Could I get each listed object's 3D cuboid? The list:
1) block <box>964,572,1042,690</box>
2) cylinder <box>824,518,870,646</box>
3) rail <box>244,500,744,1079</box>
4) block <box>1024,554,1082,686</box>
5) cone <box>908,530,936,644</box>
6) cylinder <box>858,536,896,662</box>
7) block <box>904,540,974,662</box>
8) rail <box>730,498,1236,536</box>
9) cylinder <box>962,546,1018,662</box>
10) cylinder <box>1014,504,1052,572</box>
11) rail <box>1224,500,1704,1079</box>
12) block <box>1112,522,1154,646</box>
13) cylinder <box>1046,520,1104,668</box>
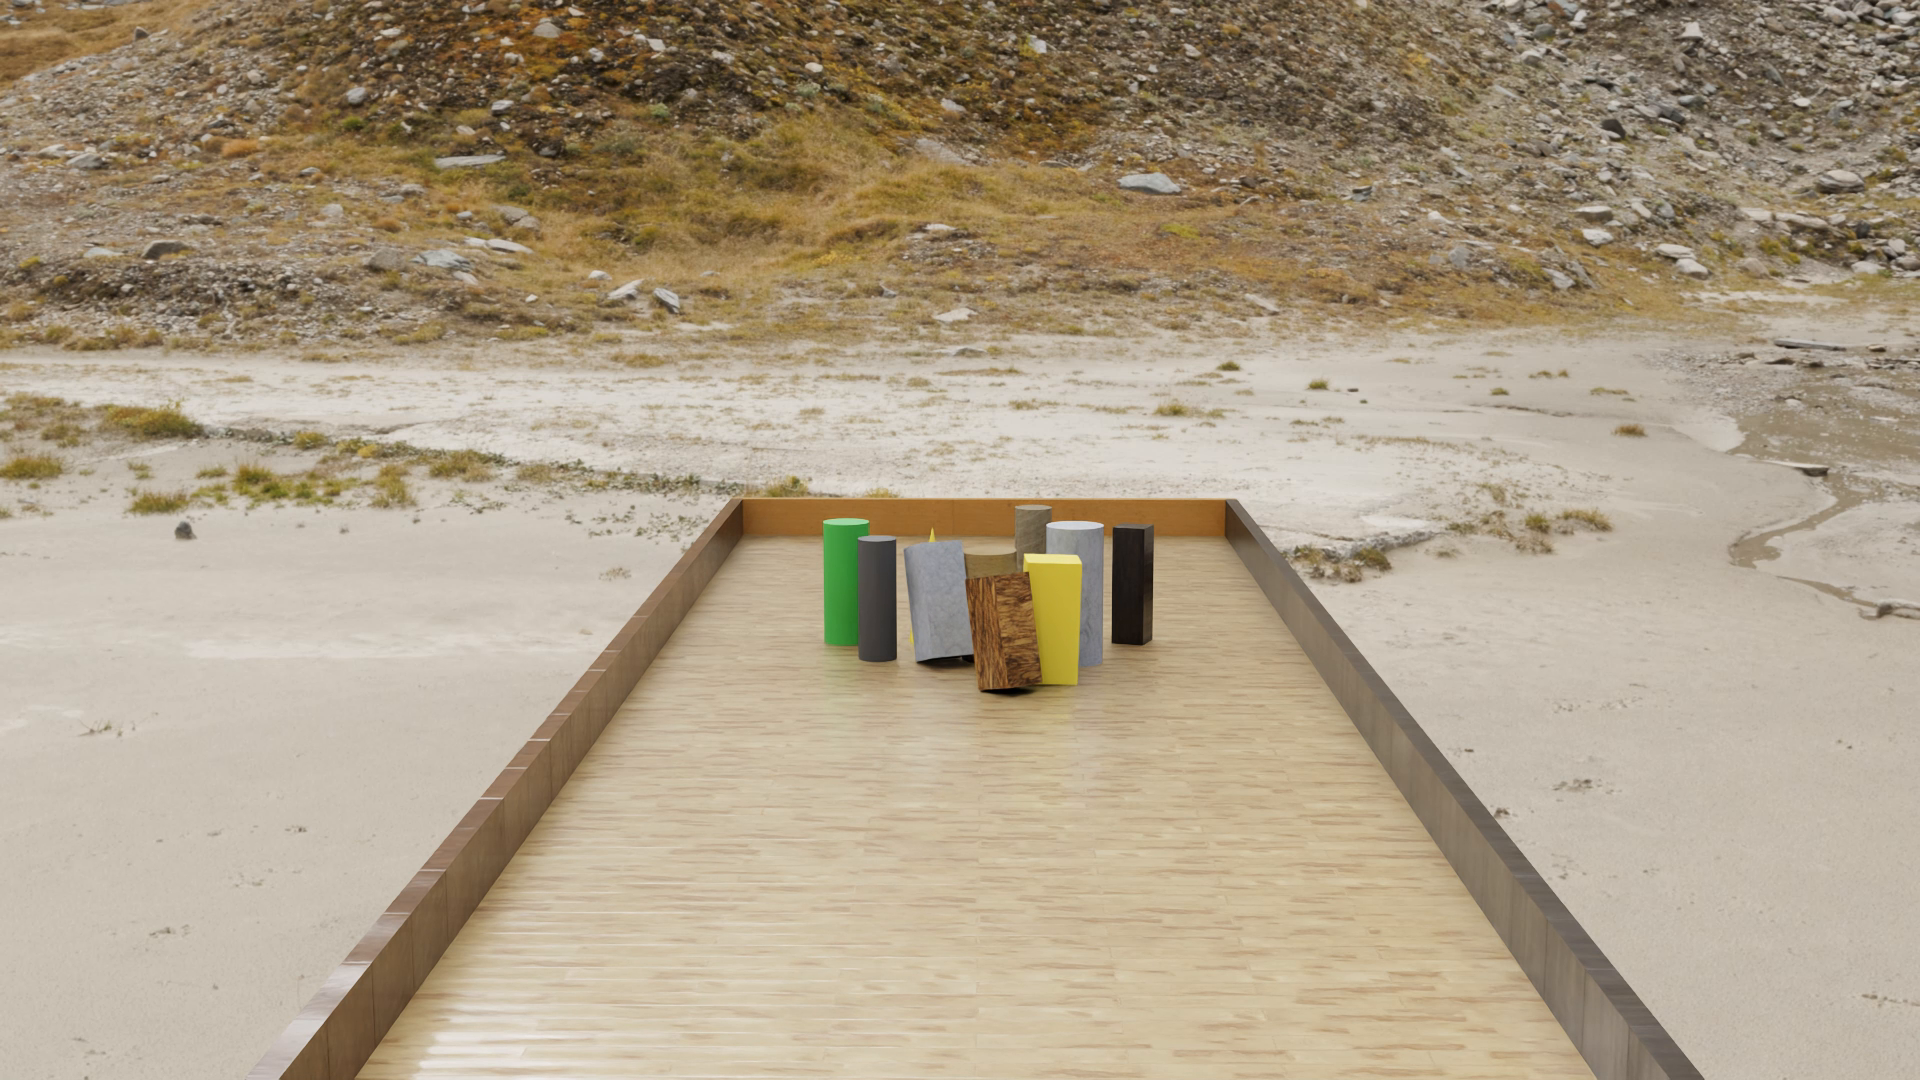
[{"bbox_3d":[0.124,0.260,6.281,0.131,0.319,0.131,-6,-1,-40],"label":"block"},{"bbox_3d":[-0.359,0.131,6.958,0.145,0.383,0.145,0,9,0],"label":"cylinder"},{"bbox_3d":[-1.004,0.839,3.234,0.050,0.150,12.000,0,9,1],"label":"rail"},{"bbox_3d":[0.263,0.230,6.408,0.157,0.355,0.157,1,9,-2],"label":"block"},{"bbox_3d":[-0.087,0.139,6.962,0.151,0.367,0.151,0,9,0],"label":"cone"},{"bbox_3d":[-0.252,0.178,6.702,0.118,0.370,0.118,0,9,0],"label":"cylinder"},{"bbox_3d":[-0.064,0.185,6.654,0.138,0.347,0.138,-4,-6,-23],"label":"block"},{"bbox_3d":[0.099,-0.098,9.147,2.100,0.150,0.050,0,9,1],"label":"rail"},{"bbox_3d":[0.089,0.196,6.701,0.172,0.333,0.172,-1,9,0],"label":"cylinder"},{"bbox_3d":[0.230,0.111,6.933,0.116,0.432,0.116,0,9,0],"label":"cylinder"},{"bbox_3d":[1.046,0.843,3.208,0.050,0.150,12.000,0,9,1],"label":"rail"},{"bbox_3d":[0.546,0.139,6.952,0.104,0.370,0.104,4,10,21],"label":"block"},{"bbox_3d":[0.346,0.162,6.653,0.173,0.418,0.173,0,9,0],"label":"cylinder"}]
